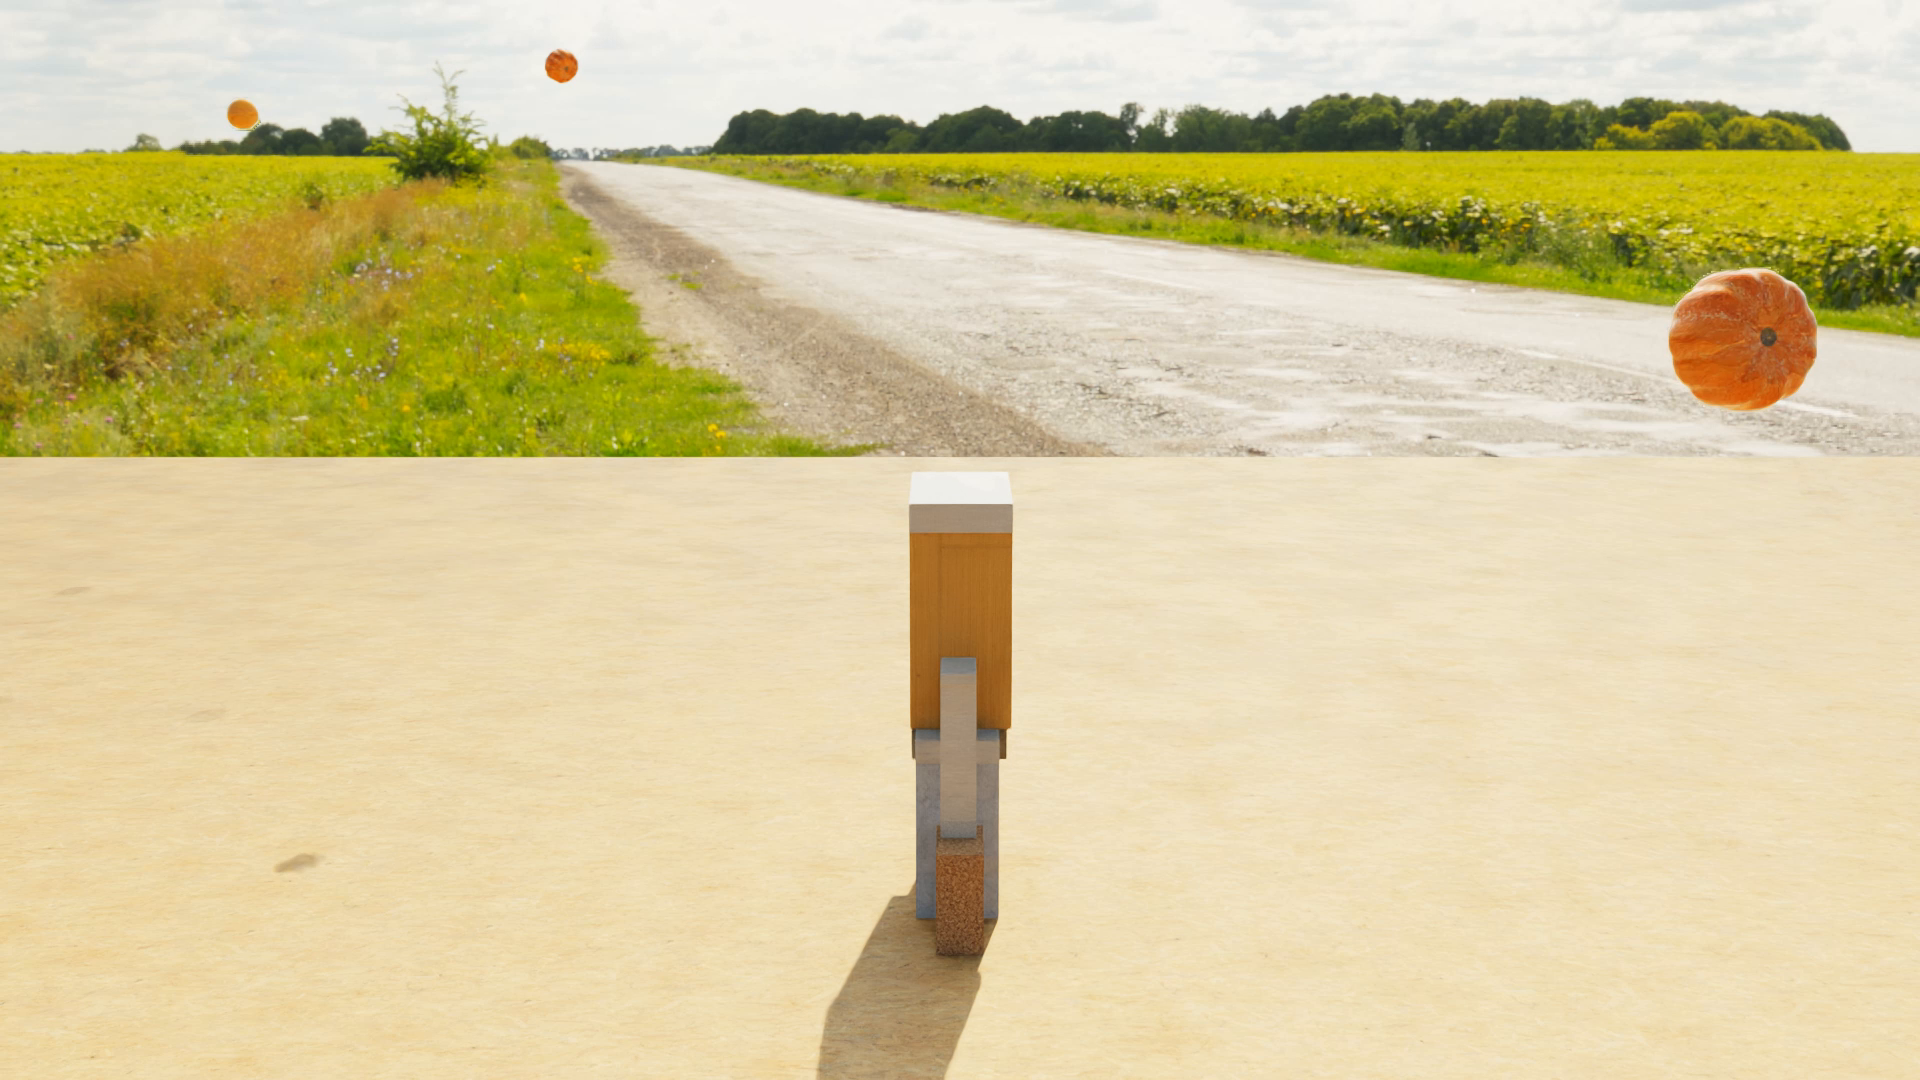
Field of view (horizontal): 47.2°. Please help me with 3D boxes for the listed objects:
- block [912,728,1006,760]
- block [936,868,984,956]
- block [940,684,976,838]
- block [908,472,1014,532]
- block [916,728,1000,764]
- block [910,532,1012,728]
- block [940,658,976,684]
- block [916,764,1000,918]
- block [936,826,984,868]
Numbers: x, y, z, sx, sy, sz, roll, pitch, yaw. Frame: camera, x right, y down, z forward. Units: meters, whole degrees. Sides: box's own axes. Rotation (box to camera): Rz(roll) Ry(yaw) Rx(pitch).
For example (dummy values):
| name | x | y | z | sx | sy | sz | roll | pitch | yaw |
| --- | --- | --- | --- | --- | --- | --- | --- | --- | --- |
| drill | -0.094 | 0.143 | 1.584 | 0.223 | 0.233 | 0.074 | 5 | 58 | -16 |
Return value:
| name | x | y | z | sx | sy | sz | roll | pitch | yaw |
| --- | --- | --- | --- | --- | --- | --- | --- | --- | --- |
| block | -0.001 | 0.156 | 3.760 | 0.163 | 0.441 | 0.046 | 0 | 11 | 0 |
| block | 0.000 | 0.568 | 3.391 | 0.073 | 0.146 | 0.021 | 0 | 11 | 0 |
| block | -0.002 | 0.341 | 3.417 | 0.056 | 0.249 | 0.016 | 0 | 11 | 0 |
| block | 0.001 | -0.064 | 3.608 | 0.163 | 0.046 | 0.327 | 0 | 11 | 0 |
| block | -0.004 | 0.311 | 3.607 | 0.133 | 0.038 | 0.266 | 0 | 11 | 0 |
| block | 0.001 | 0.140 | 3.534 | 0.163 | 0.327 | 0.046 | 0 | 11 | 0 |
| block | -0.002 | 0.204 | 3.429 | 0.056 | 0.016 | 0.112 | 0 | 11 | 0 |
| block | -0.004 | 0.477 | 3.548 | 0.133 | 0.266 | 0.038 | 0 | 11 | 0 |
| block | 0.000 | 0.477 | 3.423 | 0.073 | 0.021 | 0.146 | 0 | 11 | 0 |
